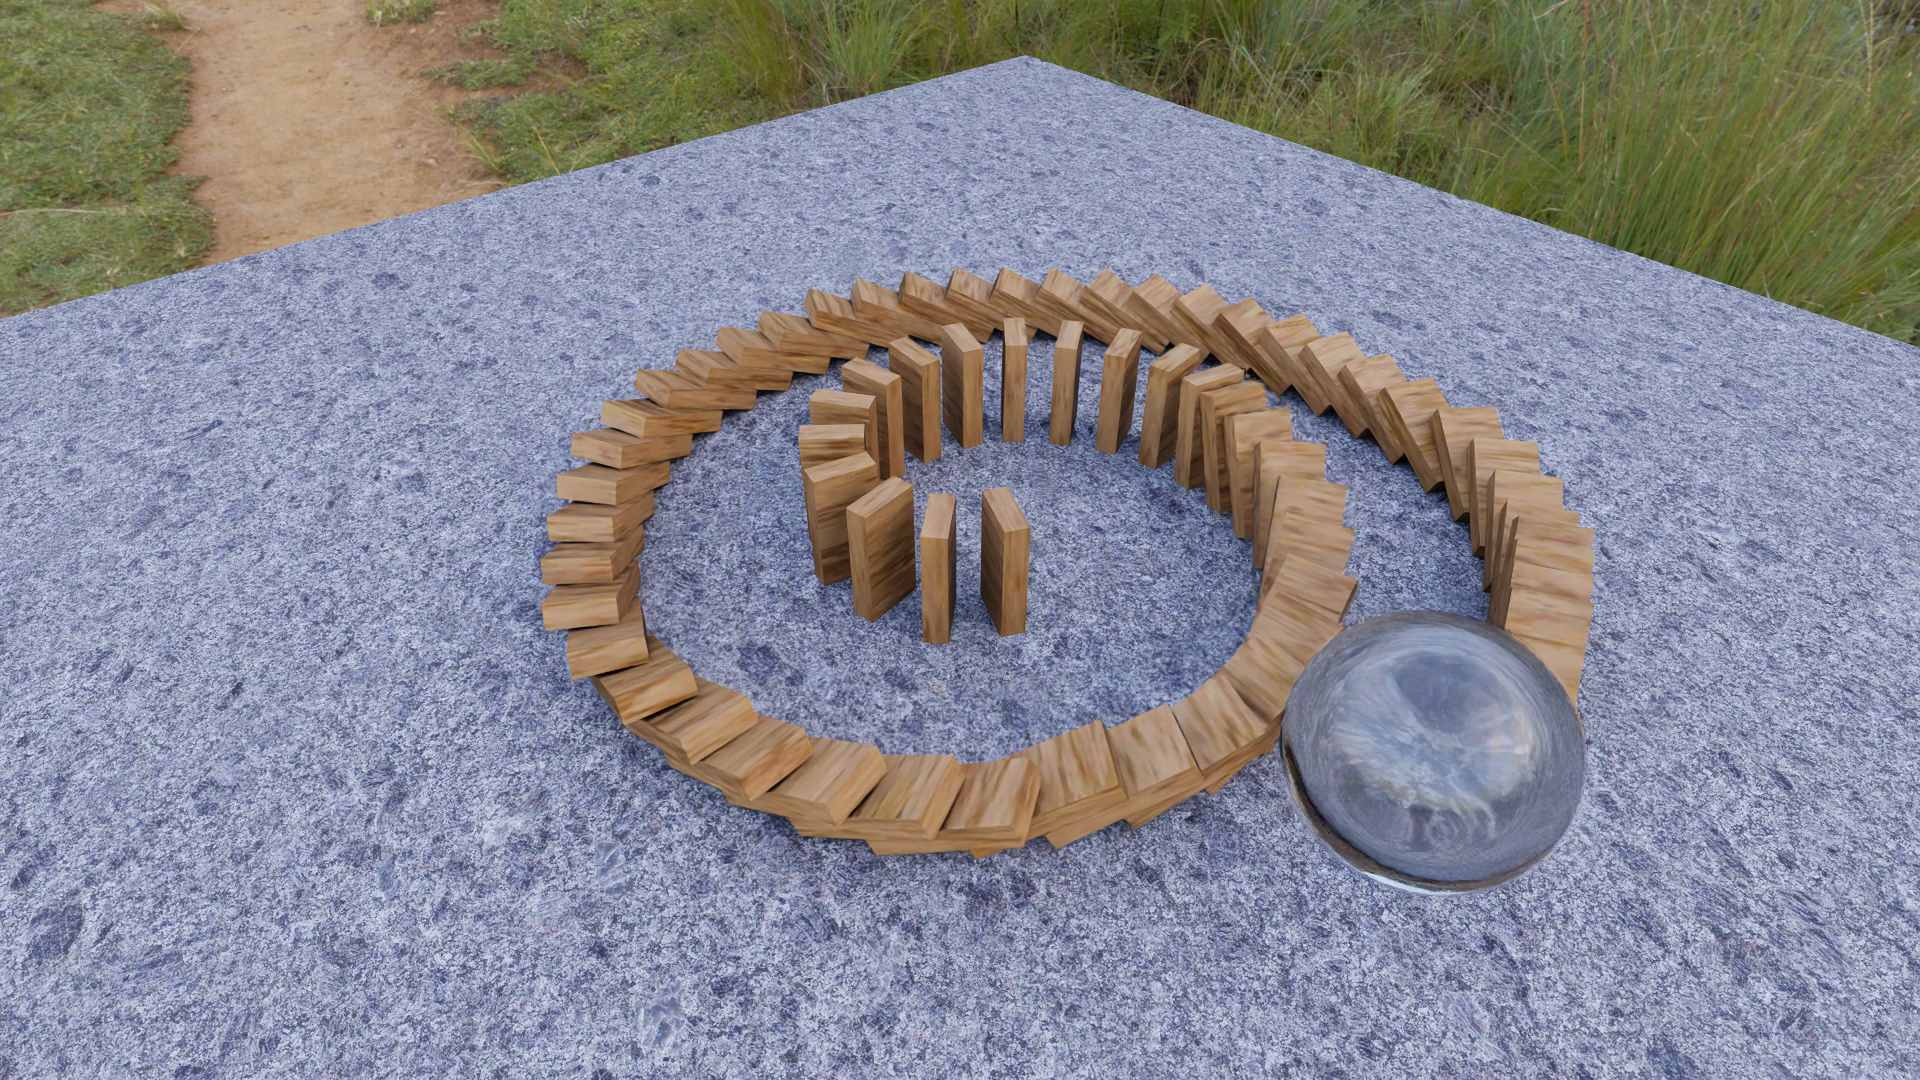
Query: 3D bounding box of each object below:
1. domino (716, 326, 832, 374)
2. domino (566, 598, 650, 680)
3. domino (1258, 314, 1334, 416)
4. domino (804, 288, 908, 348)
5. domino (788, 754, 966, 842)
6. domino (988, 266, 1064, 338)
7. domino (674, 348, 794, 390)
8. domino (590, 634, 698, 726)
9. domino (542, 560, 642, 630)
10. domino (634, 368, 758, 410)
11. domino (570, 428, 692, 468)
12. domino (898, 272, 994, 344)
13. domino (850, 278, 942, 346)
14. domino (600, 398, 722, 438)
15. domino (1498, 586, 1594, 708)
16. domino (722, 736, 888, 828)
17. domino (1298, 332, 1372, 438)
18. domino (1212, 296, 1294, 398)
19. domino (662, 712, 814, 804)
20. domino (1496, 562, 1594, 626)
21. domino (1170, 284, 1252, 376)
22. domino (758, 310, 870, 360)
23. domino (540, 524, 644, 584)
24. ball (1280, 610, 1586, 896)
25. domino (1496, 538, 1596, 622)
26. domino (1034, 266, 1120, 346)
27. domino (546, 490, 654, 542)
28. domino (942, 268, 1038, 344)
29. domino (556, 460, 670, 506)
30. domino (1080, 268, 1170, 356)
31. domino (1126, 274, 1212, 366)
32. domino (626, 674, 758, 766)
[{"bbox_3d":[-0.092,-0.093,0.541,0.050,0.010,0.025,-1,32,-43],"label":"domino"},{"bbox_3d":[-0.123,0.034,0.386,0.025,0.009,0.050,-13,16,-15],"label":"domino"},{"bbox_3d":[0.169,-0.085,0.531,0.025,0.009,0.050,-22,69,-25],"label":"domino"},{"bbox_3d":[-0.053,-0.113,0.565,0.050,0.010,0.025,11,33,-28],"label":"domino"},{"bbox_3d":[-0.026,0.077,0.332,0.050,0.009,0.025,-7,32,33],"label":"domino"},{"bbox_3d":[0.041,-0.123,0.578,0.050,0.010,0.025,25,40,-8],"label":"domino"},{"bbox_3d":[-0.108,-0.081,0.527,0.025,0.009,0.050,33,25,33],"label":"domino"},{"bbox_3d":[-0.108,0.046,0.371,0.025,0.010,0.050,-22,19,-25],"label":"domino"},{"bbox_3d":[-0.134,0.019,0.404,0.025,0.010,0.050,-5,15,-6],"label":"domino"},{"bbox_3d":[-0.123,-0.070,0.513,0.025,0.010,0.050,31,24,32],"label":"domino"},{"bbox_3d":[-0.142,-0.042,0.478,0.025,0.010,0.050,15,16,18],"label":"domino"},{"bbox_3d":[-0.007,-0.122,0.576,0.050,0.009,0.025,19,36,-17],"label":"domino"},{"bbox_3d":[-0.031,-0.119,0.572,0.050,0.010,0.025,15,34,-22],"label":"domino"},{"bbox_3d":[-0.134,-0.056,0.495,0.025,0.009,0.050,21,18,24],"label":"domino"},{"bbox_3d":[0.192,0.043,0.366,0.025,0.010,0.050,12,83,14],"label":"domino"},{"bbox_3d":[-0.049,0.073,0.339,0.050,0.009,0.025,-1,31,41],"label":"domino"},{"bbox_3d":[0.184,-0.073,0.517,0.025,0.009,0.050,-19,68,-21],"label":"domino"},{"bbox_3d":[0.151,-0.096,0.545,0.025,0.010,0.050,-29,72,-31],"label":"domino"},{"bbox_3d":[-0.071,0.066,0.347,0.025,0.009,0.050,-35,26,-35],"label":"domino"},{"bbox_3d":[0.197,0.035,0.376,0.025,0.010,0.050,12,83,14],"label":"domino"},{"bbox_3d":[0.133,-0.106,0.557,0.025,0.009,0.050,-33,75,-34],"label":"domino"},{"bbox_3d":[-0.073,-0.102,0.553,0.050,0.009,0.025,1,32,-40],"label":"domino"},{"bbox_3d":[-0.140,0.005,0.421,0.025,0.009,0.050,-2,14,-2],"label":"domino"},{"bbox_3d":[0.133,0.060,0.315,0.080,0.080,0.080,0,39,0],"label":"ball"},{"bbox_3d":[0.204,0.027,0.386,0.025,0.009,0.050,12,83,14],"label":"domino"},{"bbox_3d":[0.065,-0.122,0.576,0.050,0.010,0.025,29,42,-3],"label":"domino"},{"bbox_3d":[-0.143,-0.010,0.440,0.025,0.010,0.050,2,15,2],"label":"domino"},{"bbox_3d":[0.017,-0.124,0.579,0.050,0.009,0.025,23,38,-11],"label":"domino"},{"bbox_3d":[-0.144,-0.026,0.459,0.025,0.010,0.050,7,15,8],"label":"domino"},{"bbox_3d":[0.089,-0.119,0.573,0.050,0.010,0.025,35,46,2],"label":"domino"},{"bbox_3d":[0.112,-0.114,0.566,0.050,0.009,0.025,42,50,8],"label":"domino"},{"bbox_3d":[-0.090,0.057,0.358,0.025,0.009,0.050,-31,24,-32],"label":"domino"}]
